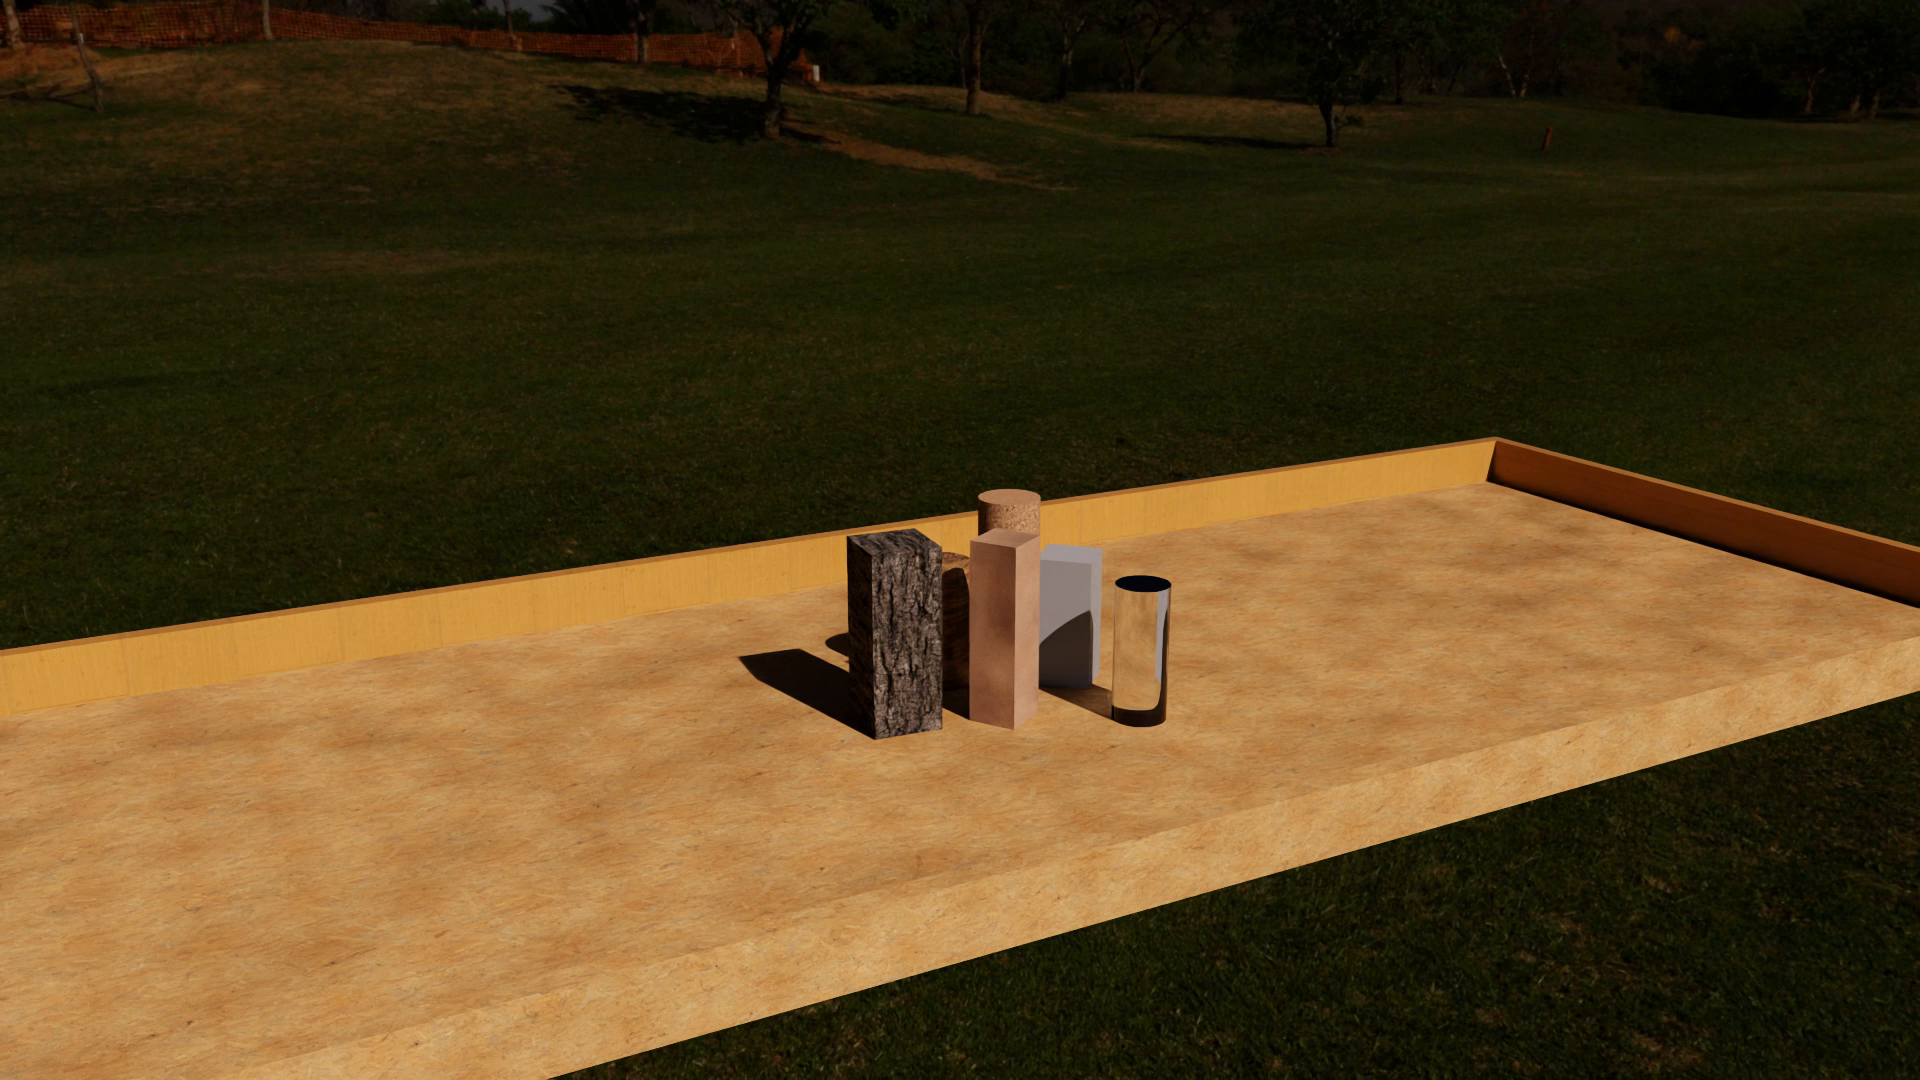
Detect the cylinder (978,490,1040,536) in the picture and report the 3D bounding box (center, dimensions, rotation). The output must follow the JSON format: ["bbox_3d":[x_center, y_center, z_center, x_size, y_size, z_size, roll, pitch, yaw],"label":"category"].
[{"bbox_3d":[0.129,0.082,4.360,0.162,0.405,0.162,0,16,0],"label":"cylinder"}]

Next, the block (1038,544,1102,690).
[{"bbox_3d":[0.271,0.191,4.126,0.139,0.327,0.139,5,17,15],"label":"block"}]

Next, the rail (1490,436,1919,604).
[{"bbox_3d":[2.466,-0.048,5.253,0.050,0.150,2.100,-9,18,-27],"label":"rail"}]

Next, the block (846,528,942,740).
[{"bbox_3d":[-0.152,0.216,3.834,0.169,0.443,0.169,-7,18,-22],"label":"block"}]

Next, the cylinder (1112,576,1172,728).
[{"bbox_3d":[0.425,0.261,3.877,0.131,0.332,0.131,0,16,0],"label":"cylinder"}]

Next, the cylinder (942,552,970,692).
[{"bbox_3d":[-0.053,0.202,4.114,0.167,0.311,0.167,0,16,0],"label":"cylinder"}]

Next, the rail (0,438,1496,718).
[{"bbox_3d":[-3.305,0.497,3.399,12.000,0.150,0.050,-9,18,-27],"label":"rail"}]

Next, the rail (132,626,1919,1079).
[{"bbox_3d":[-2.336,1.006,1.665,12.000,0.150,0.050,-9,18,-27],"label":"rail"}]

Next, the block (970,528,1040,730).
[{"bbox_3d":[0.104,0.208,3.861,0.120,0.444,0.120,9,19,29],"label":"block"}]
